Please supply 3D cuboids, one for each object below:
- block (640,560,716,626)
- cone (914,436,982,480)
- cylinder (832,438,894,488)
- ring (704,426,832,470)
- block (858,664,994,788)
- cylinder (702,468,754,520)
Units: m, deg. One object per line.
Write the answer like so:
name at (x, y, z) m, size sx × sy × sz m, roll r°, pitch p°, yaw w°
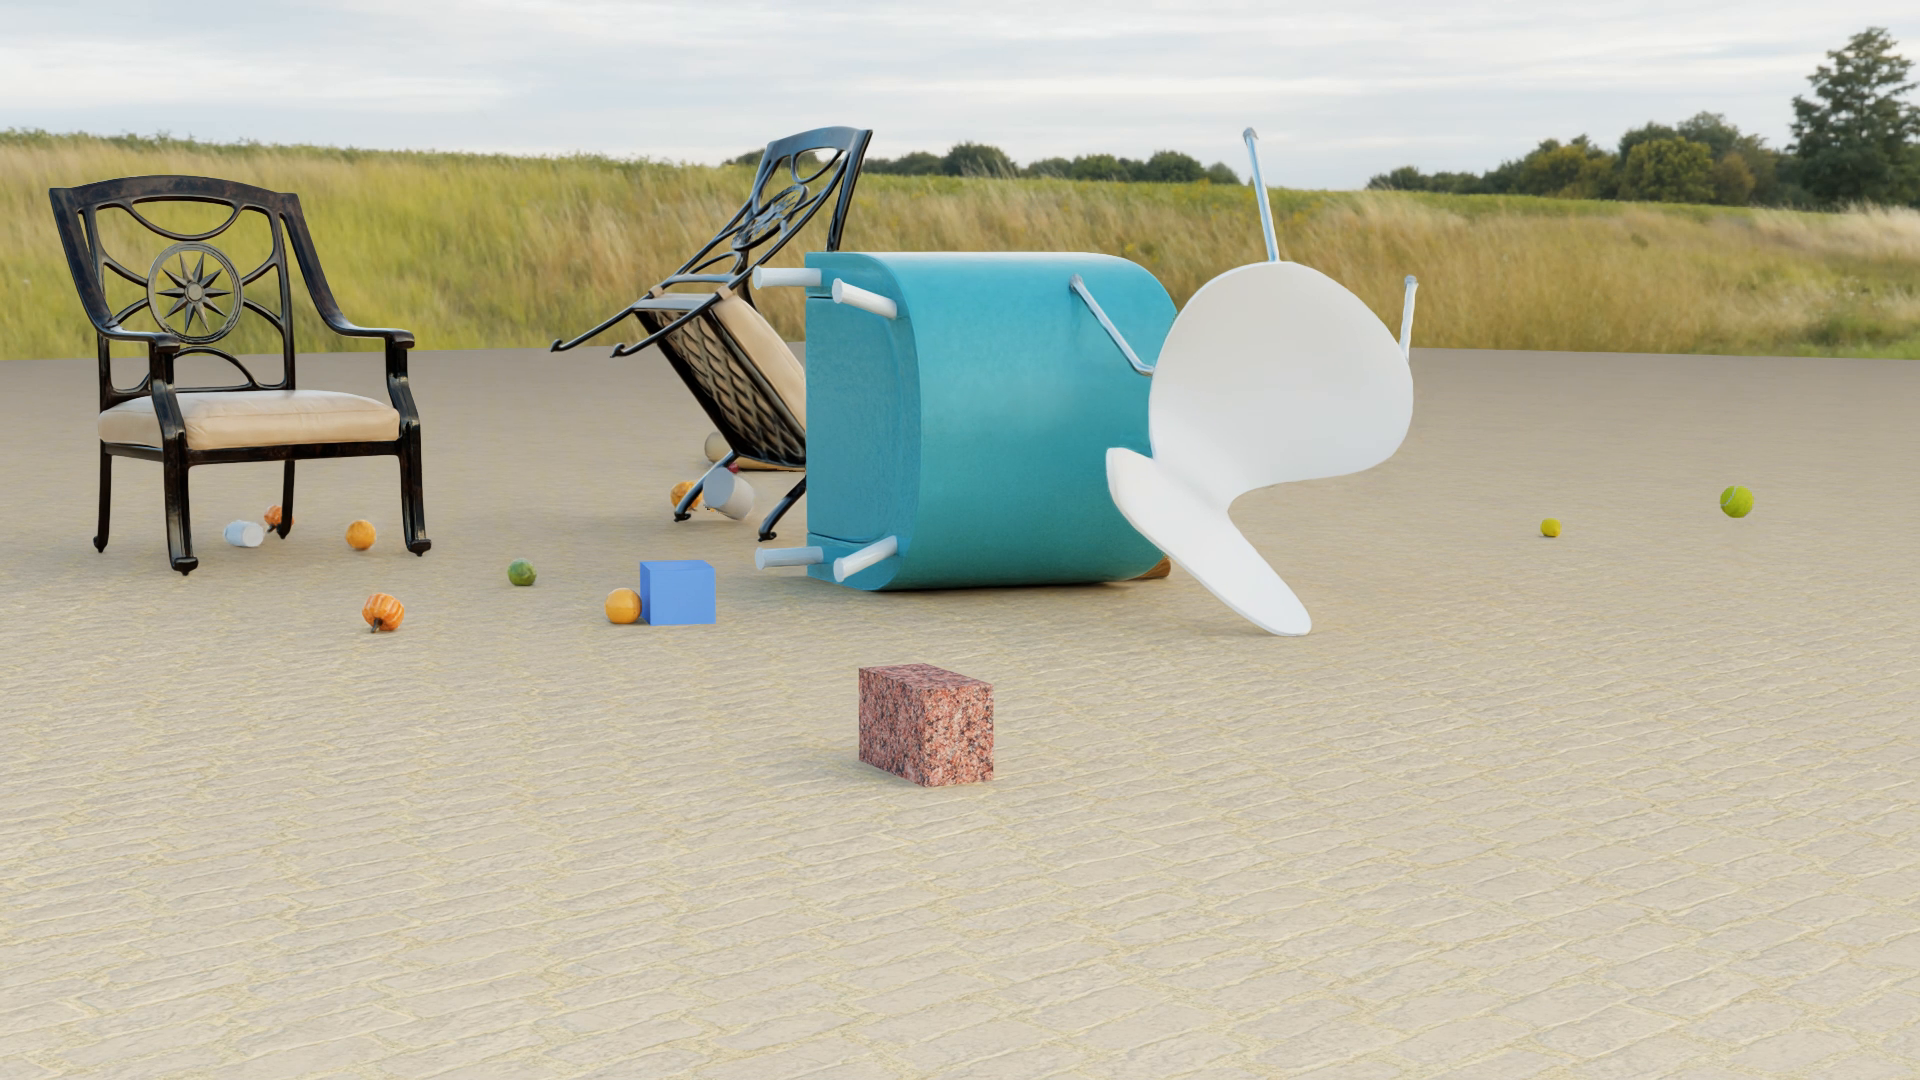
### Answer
block at (-0.543, 0.100, 4.927) m, size 0.123 × 0.105 × 0.157 m, roll -1°, pitch 6°, yaw -14°
cone at (-0.056, -0.233, 8.333) m, size 0.241 × 0.151 × 0.106 m, roll -16°, pitch -22°, yaw 30°
cylinder at (-0.299, -0.238, 7.974) m, size 0.175 × 0.155 × 0.150 m, roll -1°, pitch -2°, yaw -9°
ring at (-0.662, -0.317, 8.869) m, size 0.443 × 0.129 × 0.514 m, roll 0°, pitch 7°, yaw -11°
block at (-0.047, 0.244, 3.420) m, size 0.099 × 0.127 × 0.209 m, roll -3°, pitch 7°, yaw -26°
cylinder at (-0.617, -0.123, 6.837) m, size 0.085 × 0.109 × 0.219 m, roll 14°, pitch -5°, yaw 11°
